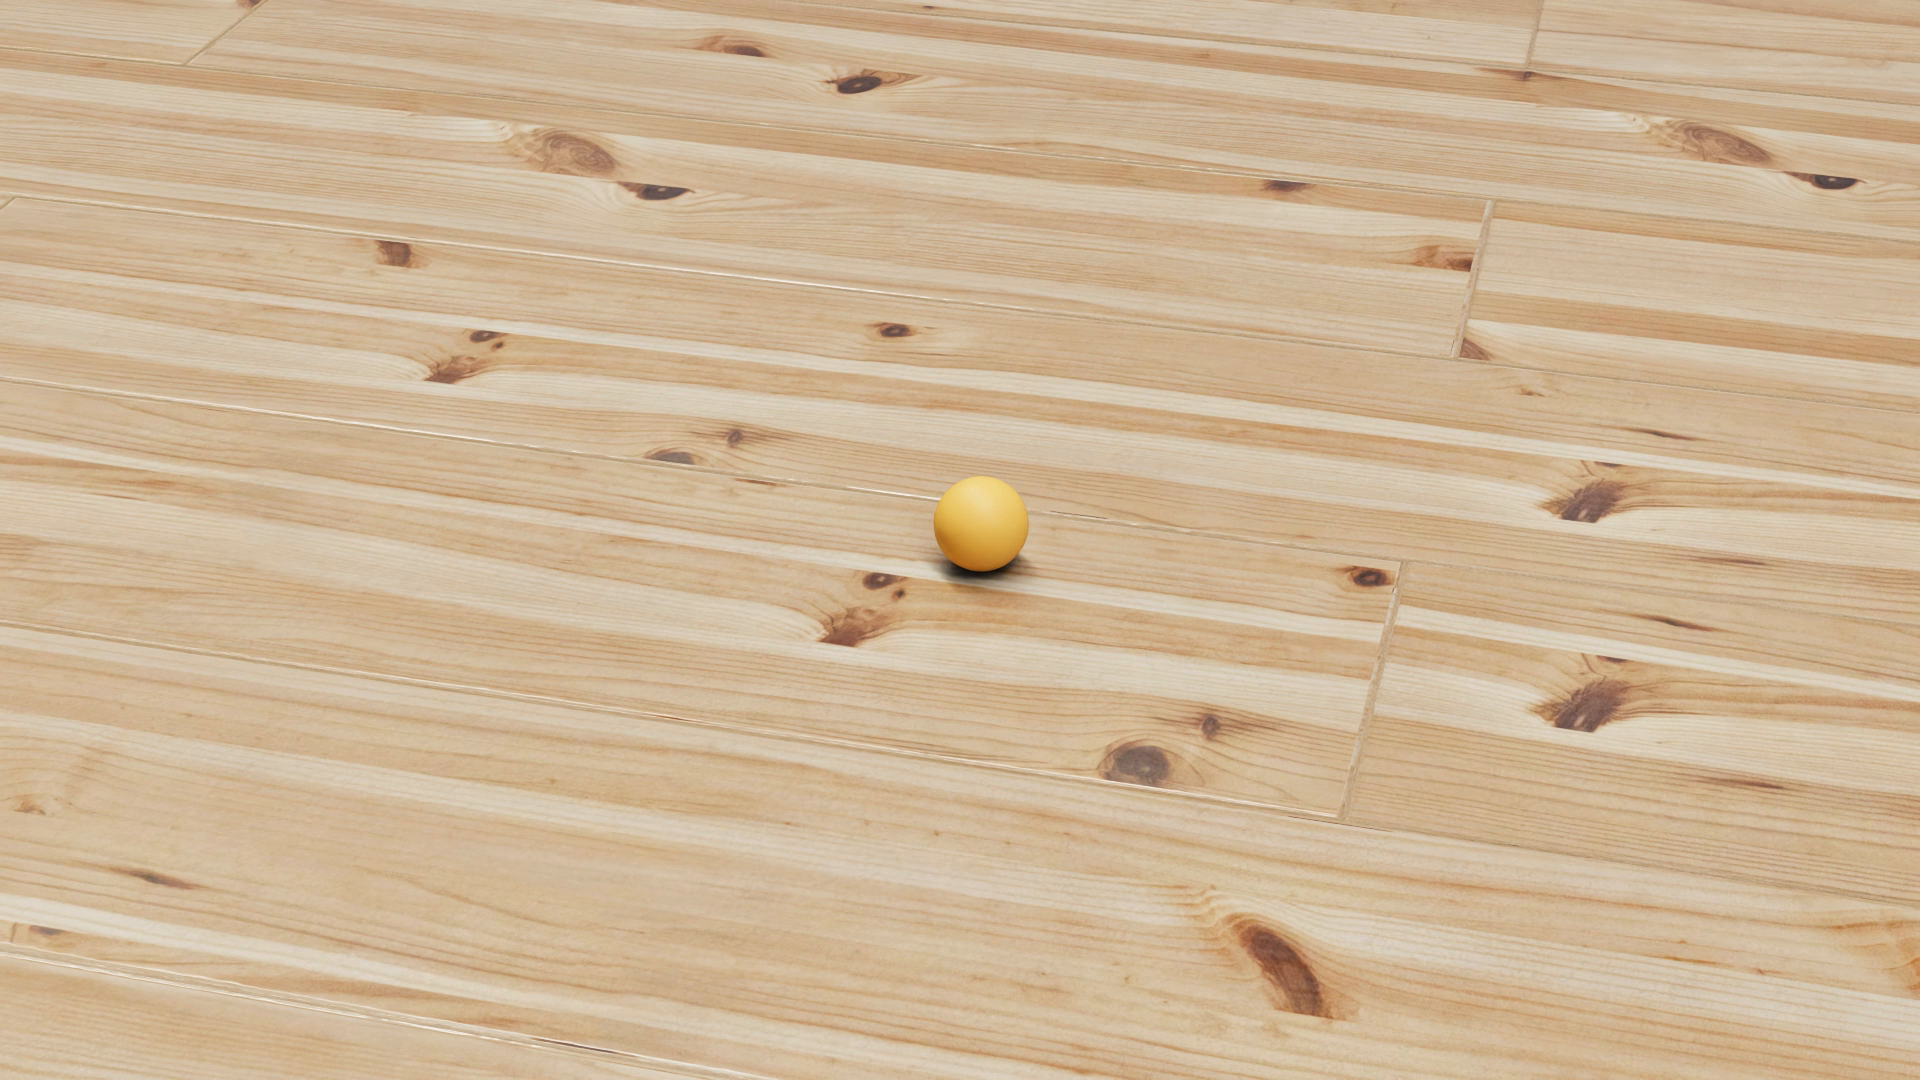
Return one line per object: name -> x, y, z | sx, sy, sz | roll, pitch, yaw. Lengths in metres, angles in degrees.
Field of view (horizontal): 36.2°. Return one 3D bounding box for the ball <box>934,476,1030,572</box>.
ball -> 0.012, -0.009, 1.614 | 0.052, 0.052, 0.052 | 0, 31, 0
